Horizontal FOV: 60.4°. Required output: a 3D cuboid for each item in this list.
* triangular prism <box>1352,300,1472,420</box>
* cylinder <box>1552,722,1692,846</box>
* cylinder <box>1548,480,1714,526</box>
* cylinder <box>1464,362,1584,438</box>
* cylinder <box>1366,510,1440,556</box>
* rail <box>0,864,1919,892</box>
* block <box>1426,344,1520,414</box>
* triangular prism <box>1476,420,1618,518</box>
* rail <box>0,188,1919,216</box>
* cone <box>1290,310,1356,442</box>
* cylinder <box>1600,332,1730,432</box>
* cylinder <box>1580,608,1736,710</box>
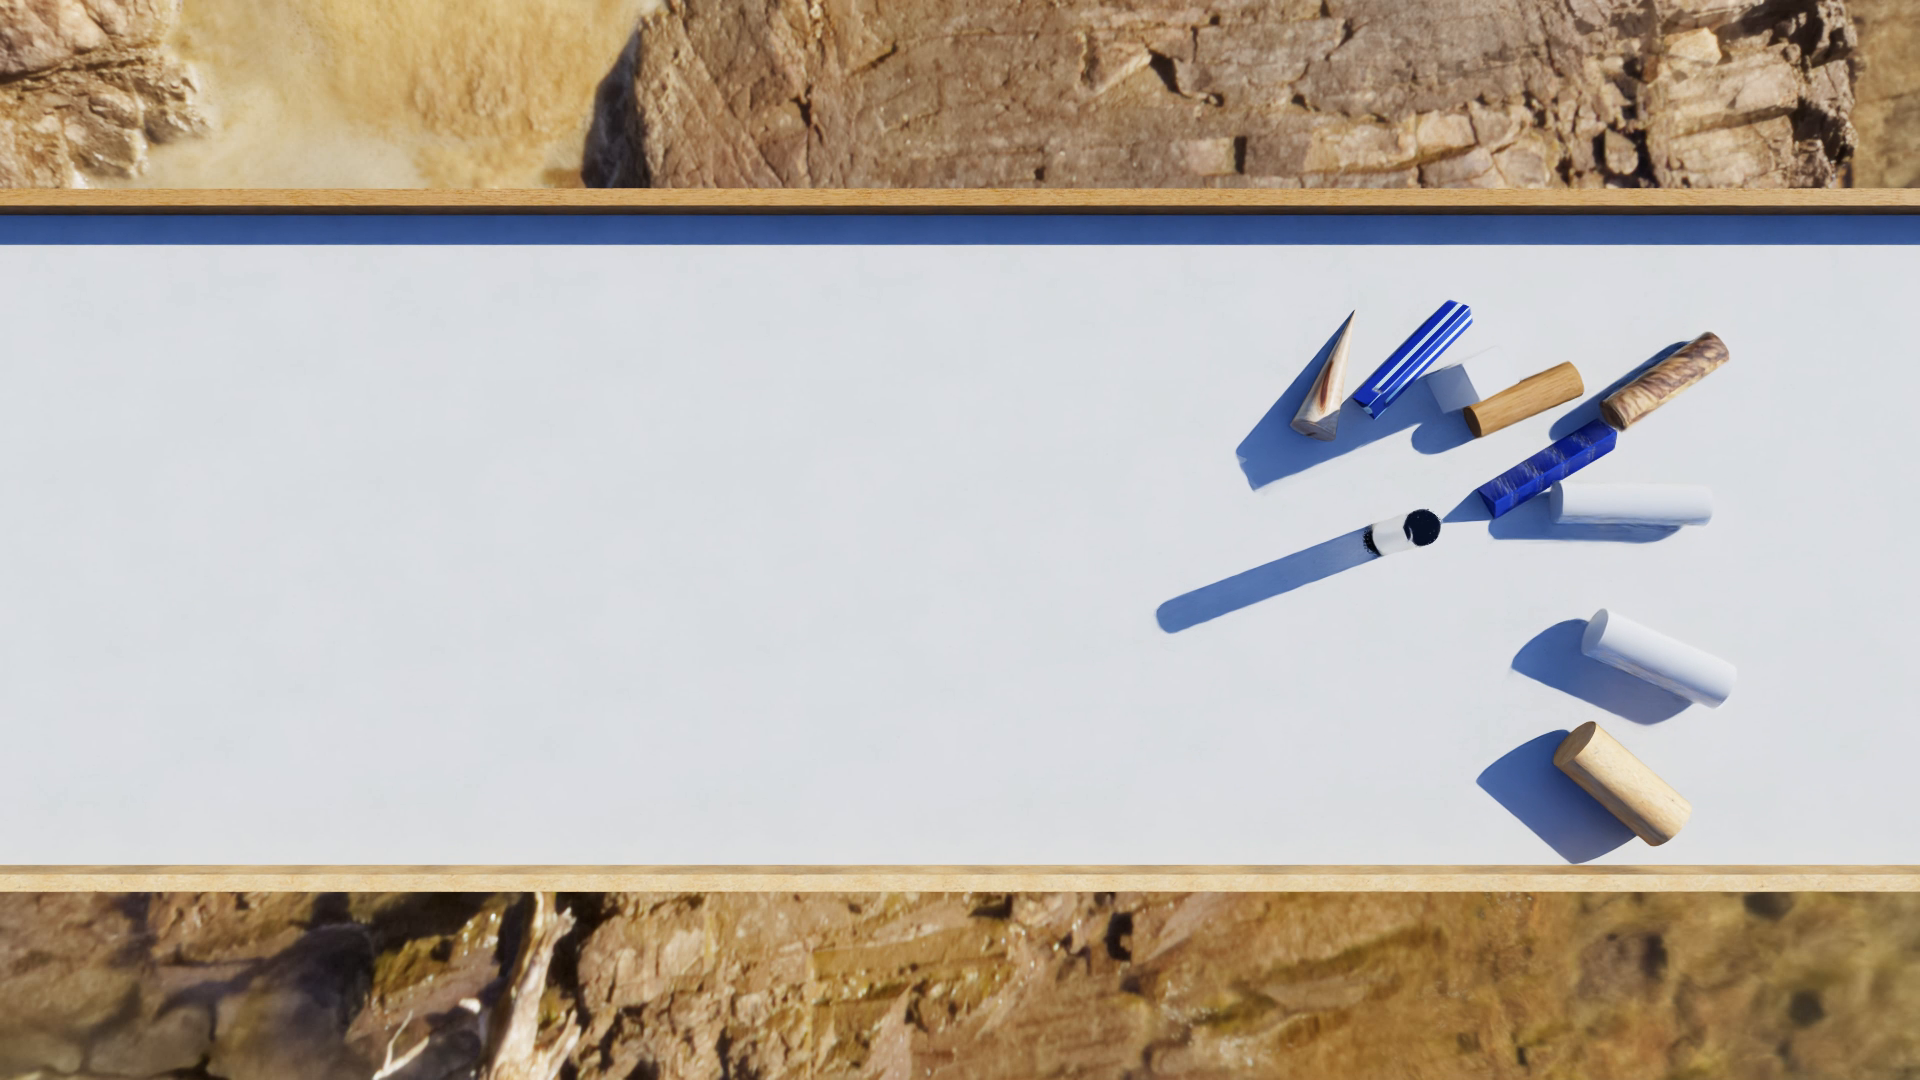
[{"bbox_3d":[1.391,-0.555,5.031,0.099,0.086,0.426,45,90,0],"label":"triangular prism"},{"bbox_3d":[2.002,0.737,4.989,0.376,0.176,0.176,40,90,0],"label":"cylinder"},{"bbox_3d":[2.037,-0.110,5.013,0.451,0.127,0.127,2,90,0],"label":"cylinder"},{"bbox_3d":[1.714,-0.426,5.019,0.335,0.115,0.115,-23,90,0],"label":"cylinder"},{"bbox_3d":[1.300,-0.020,4.857,0.105,0.432,0.105,0,86,0],"label":"cylinder"},{"bbox_3d":[-2.247,1.025,5.001,12.000,0.150,0.050,0,90,0],"label":"rail"},{"bbox_3d":[1.512,-0.473,4.880,0.123,0.390,0.123,-27,89,1],"label":"block"},{"bbox_3d":[1.801,-0.219,5.027,0.427,0.093,0.108,-30,90,0],"label":"triangular prism"},{"bbox_3d":[-2.247,-1.025,5.002,12.000,0.150,0.050,0,90,0],"label":"rail"},{"bbox_3d":[1.146,-0.524,5.042,0.142,0.142,0.424,21,80,0],"label":"cone"},{"bbox_3d":[2.143,-0.482,5.021,0.383,0.112,0.112,-34,90,0],"label":"cylinder"},{"bbox_3d":[2.116,0.360,5.001,0.418,0.151,0.151,23,90,0],"label":"cylinder"}]
